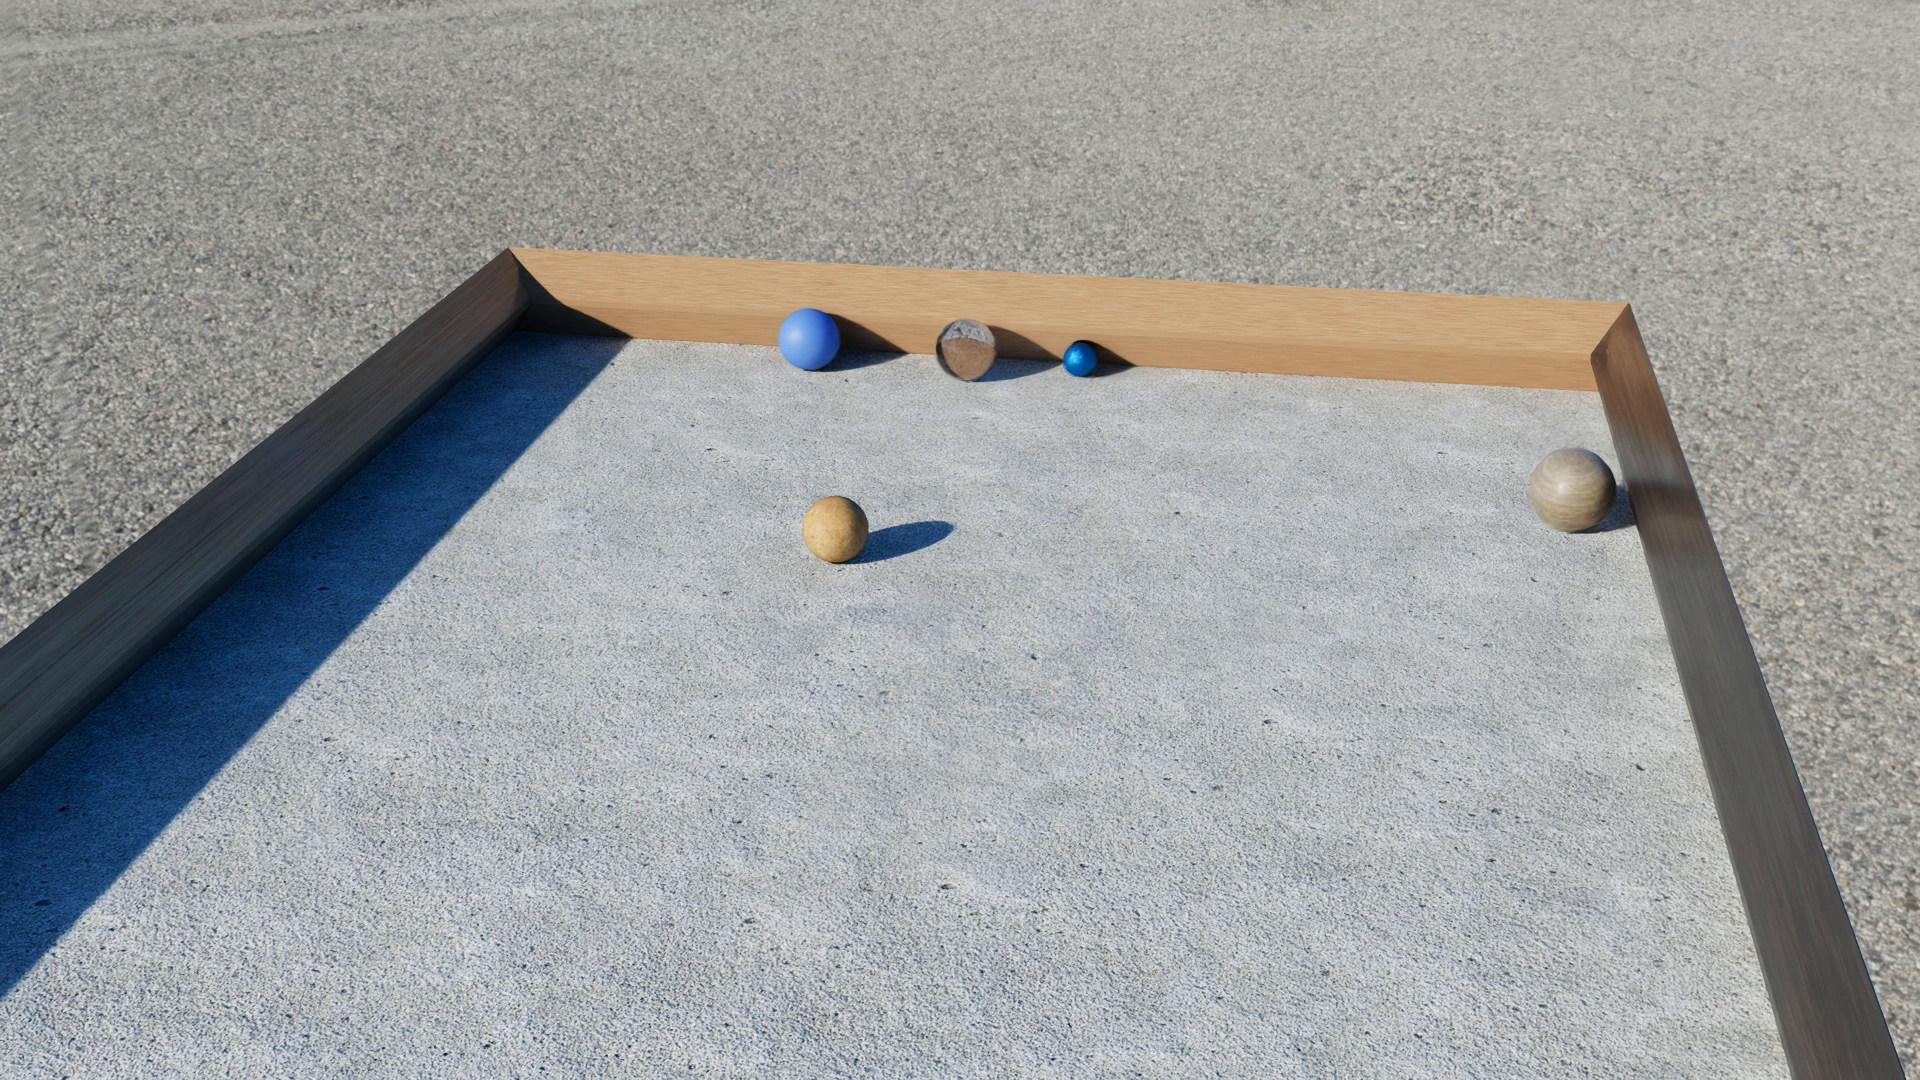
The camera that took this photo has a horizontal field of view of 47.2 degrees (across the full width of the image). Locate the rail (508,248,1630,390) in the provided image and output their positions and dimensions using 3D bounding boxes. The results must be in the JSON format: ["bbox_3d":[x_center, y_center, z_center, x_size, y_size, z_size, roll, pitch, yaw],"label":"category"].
[{"bbox_3d":[0.108,-0.282,2.851,1.464,0.117,0.045,4,24,9],"label":"rail"}]

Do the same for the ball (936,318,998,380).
[{"bbox_3d":[0.008,-0.244,2.814,0.079,0.079,0.079,0,24,0],"label":"ball"}]

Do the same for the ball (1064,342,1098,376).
[{"bbox_3d":[0.156,-0.232,2.832,0.044,0.044,0.044,0,24,0],"label":"ball"}]

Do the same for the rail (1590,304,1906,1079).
[{"bbox_3d":[0.586,0.293,1.551,0.045,0.117,2.690,4,24,9],"label":"rail"}]

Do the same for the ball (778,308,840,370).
[{"bbox_3d":[-0.195,-0.260,2.851,0.080,0.080,0.080,0,24,0],"label":"ball"}]

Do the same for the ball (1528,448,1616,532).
[{"bbox_3d":[0.660,-0.055,2.373,0.090,0.090,0.090,0,24,0],"label":"ball"}]

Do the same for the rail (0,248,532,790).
[{"bbox_3d":[-0.811,0.197,1.768,0.045,0.117,2.690,4,24,9],"label":"rail"}]

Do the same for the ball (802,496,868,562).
[{"bbox_3d":[-0.130,-0.011,2.300,0.070,0.070,0.070,0,24,0],"label":"ball"}]
